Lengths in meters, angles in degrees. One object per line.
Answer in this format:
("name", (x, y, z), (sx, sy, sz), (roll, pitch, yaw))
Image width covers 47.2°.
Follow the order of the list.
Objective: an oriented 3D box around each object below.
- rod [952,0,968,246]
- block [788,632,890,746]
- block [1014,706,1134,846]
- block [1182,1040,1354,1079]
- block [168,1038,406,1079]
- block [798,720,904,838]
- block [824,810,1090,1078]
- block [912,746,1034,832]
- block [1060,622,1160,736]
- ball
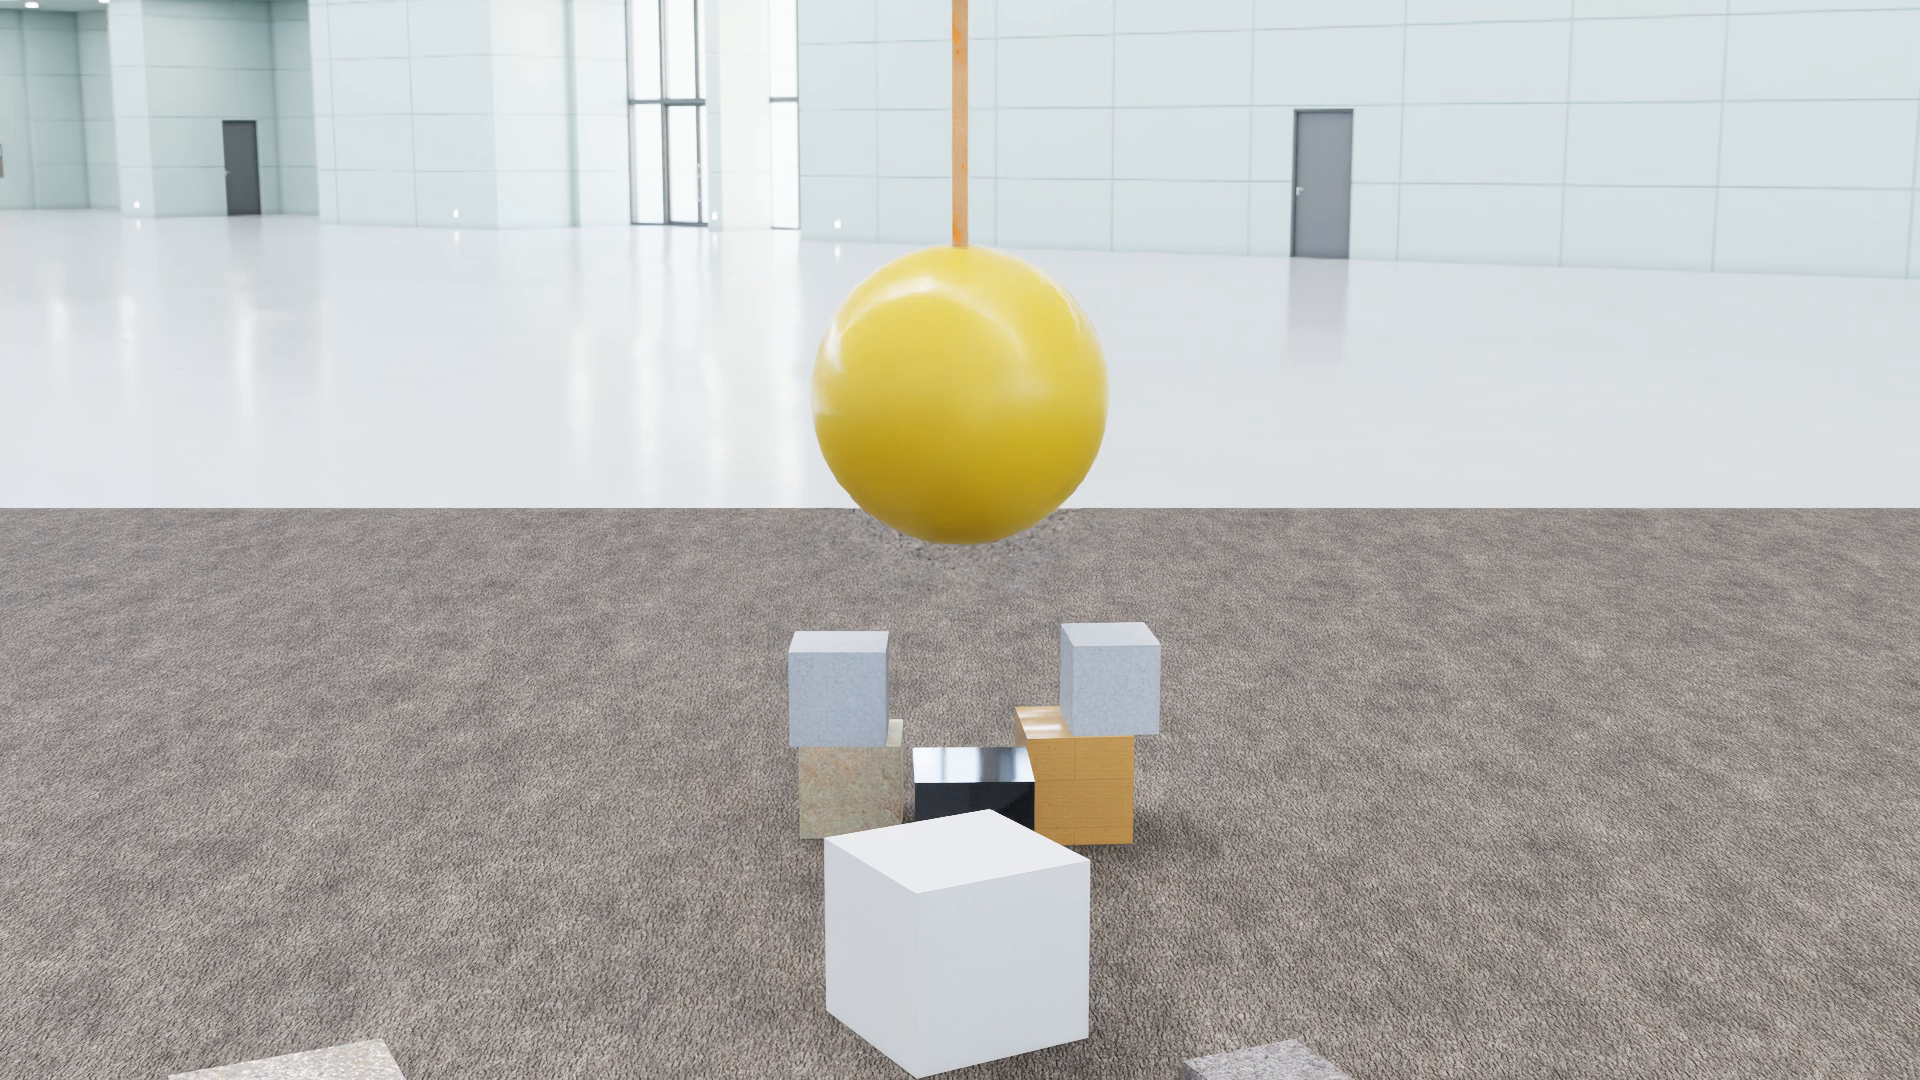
("rod", (0.000, -4.031, 10.738), (0.080, 5.200, 0.080), (0, 17, 0))
("block", (-0.617, 0.761, 11.300), (0.488, 0.490, 0.480), (0, 10, 0))
("block", (0.582, 1.208, 11.364), (0.538, 0.558, 0.630), (-1, 10, -4))
("block", (1.048, 1.994, 7.456), (0.450, 0.408, 0.400), (-5, 11, -24))
("block", (-2.000, 2.000, 6.666), (0.649, 0.679, 0.624), (-5, 11, -26))
("block", (-0.558, 1.235, 11.417), (0.515, 0.485, 0.529), (0, 10, 0))
("block", (-0.019, 1.586, 8.787), (0.776, 0.735, 0.768), (-6, 12, -29))
("block", (0.059, 1.348, 10.599), (0.559, 0.555, 0.593), (0, 10, -2))
("block", (0.764, 0.707, 11.265), (0.438, 0.462, 0.520), (-1, 10, -4))
("ball", (0.000, -0.773, 11.711), (1.600, 1.600, 1.600), (0, 10, 0))
